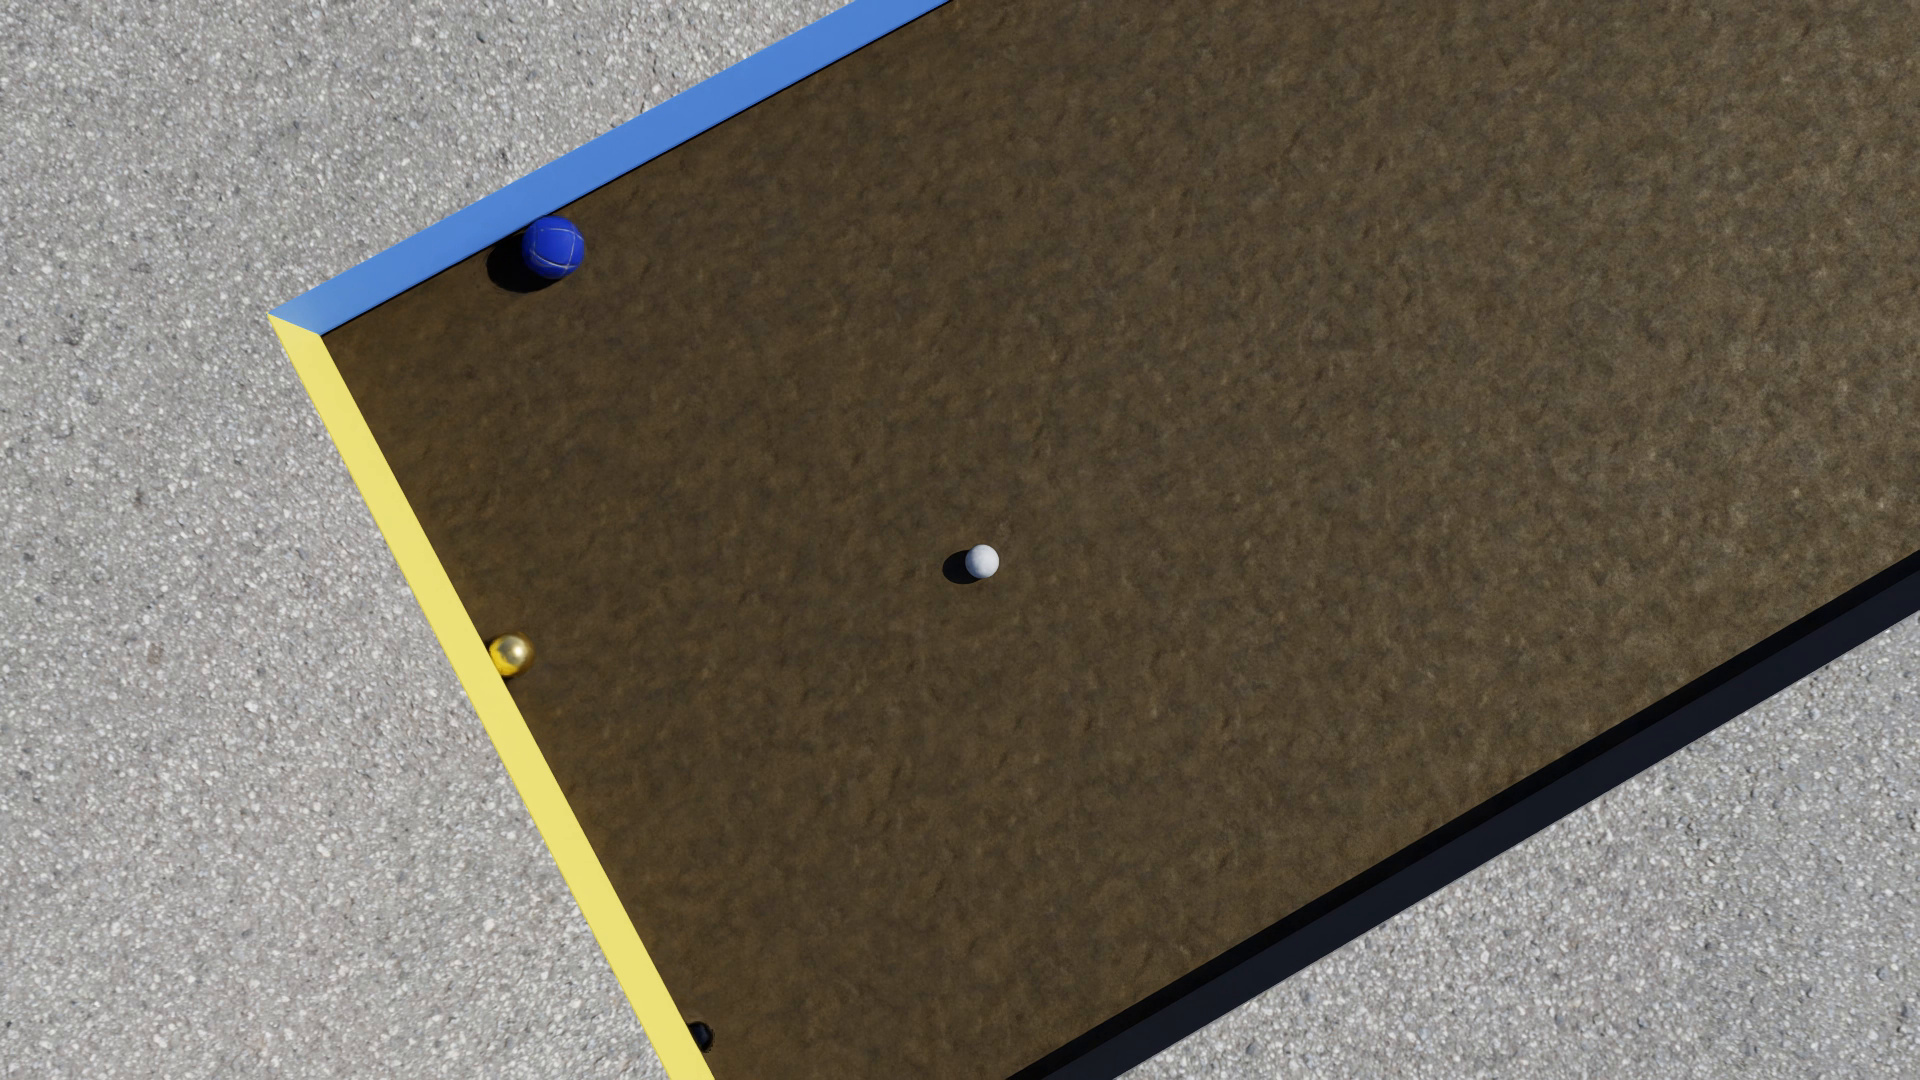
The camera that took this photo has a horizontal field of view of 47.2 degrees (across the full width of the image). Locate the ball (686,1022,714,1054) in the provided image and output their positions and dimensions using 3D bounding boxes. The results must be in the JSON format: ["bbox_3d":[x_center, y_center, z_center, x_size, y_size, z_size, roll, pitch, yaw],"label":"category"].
[{"bbox_3d":[-0.379,0.718,3.172,0.045,0.045,0.045,0,81,0],"label":"ball"}]

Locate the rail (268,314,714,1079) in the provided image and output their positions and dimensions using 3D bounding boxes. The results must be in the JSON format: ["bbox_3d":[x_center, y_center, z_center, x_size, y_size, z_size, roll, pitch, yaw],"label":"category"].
[{"bbox_3d":[-0.619,0.338,3.193,0.045,0.123,1.569,-29,82,-5],"label":"rail"}]

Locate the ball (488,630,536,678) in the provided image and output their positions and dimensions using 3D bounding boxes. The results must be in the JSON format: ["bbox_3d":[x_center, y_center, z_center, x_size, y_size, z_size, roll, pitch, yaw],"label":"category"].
[{"bbox_3d":[-0.662,0.169,3.249,0.070,0.070,0.070,0,81,0],"label":"ball"}]

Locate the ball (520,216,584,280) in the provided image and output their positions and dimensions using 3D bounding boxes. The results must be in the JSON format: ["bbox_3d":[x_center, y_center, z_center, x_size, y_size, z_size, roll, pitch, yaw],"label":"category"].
[{"bbox_3d":[-0.618,-0.443,3.337,0.095,0.095,0.095,0,81,0],"label":"ball"}]

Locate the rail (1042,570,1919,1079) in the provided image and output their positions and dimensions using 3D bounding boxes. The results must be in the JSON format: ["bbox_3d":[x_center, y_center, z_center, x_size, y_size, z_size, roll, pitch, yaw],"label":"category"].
[{"bbox_3d":[1.013,0.293,3.201,2.935,0.123,0.045,-29,82,-5],"label":"rail"}]

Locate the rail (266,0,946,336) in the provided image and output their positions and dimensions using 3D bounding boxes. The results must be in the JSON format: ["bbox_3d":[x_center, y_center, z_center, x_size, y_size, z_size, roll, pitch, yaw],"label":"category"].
[{"bbox_3d":[0.266,-1.015,3.416,2.935,0.123,0.045,-29,82,-5],"label":"rail"}]

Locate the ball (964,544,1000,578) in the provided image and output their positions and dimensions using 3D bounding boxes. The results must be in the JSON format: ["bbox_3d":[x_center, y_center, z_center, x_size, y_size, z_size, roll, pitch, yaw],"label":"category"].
[{"bbox_3d":[0.033,0.032,3.281,0.051,0.051,0.051,0,81,0],"label":"ball"}]
